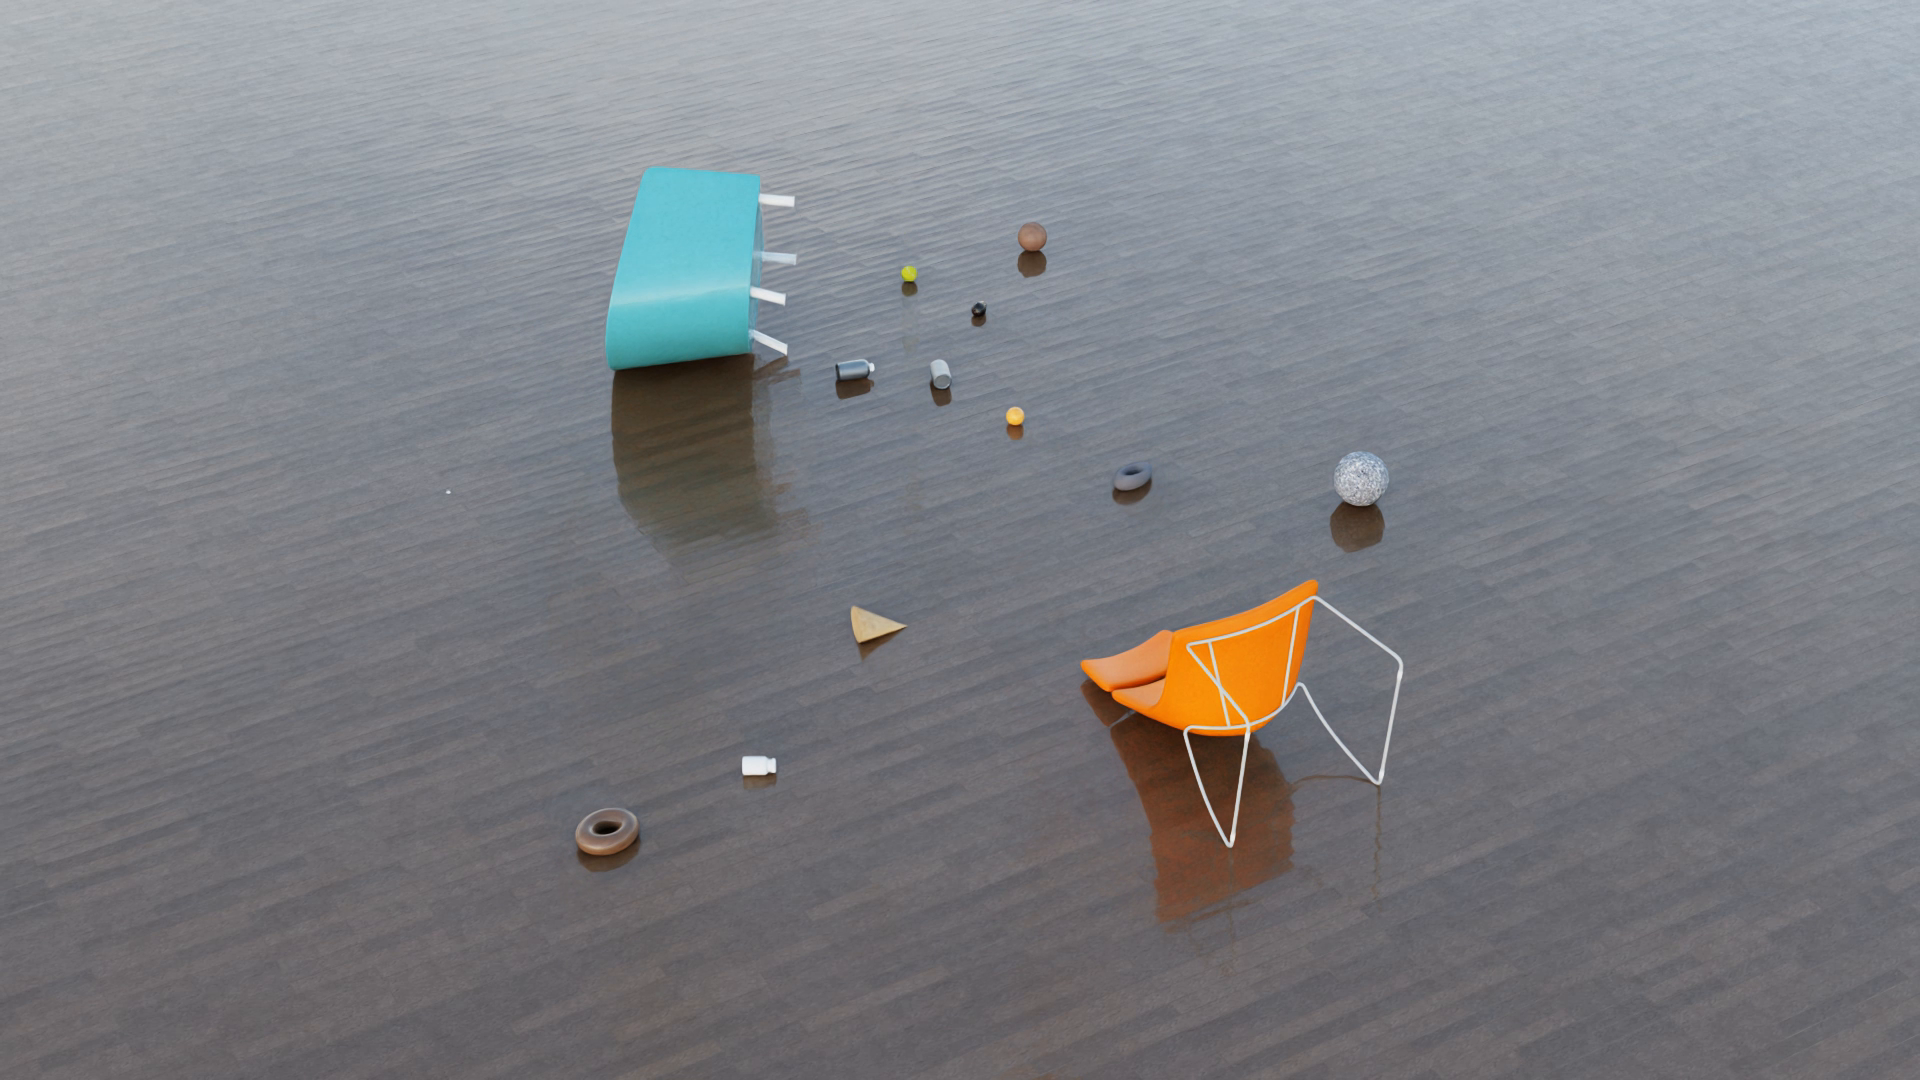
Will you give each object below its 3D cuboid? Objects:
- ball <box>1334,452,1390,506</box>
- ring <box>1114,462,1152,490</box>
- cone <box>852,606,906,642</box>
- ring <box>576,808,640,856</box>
[{"bbox_3d":[1.520,-0.232,11.106,0.210,0.210,0.210,0,33,0],"label":"ball"},{"bbox_3d":[0.664,-0.246,11.261,0.191,0.063,0.103,-26,44,-35],"label":"ring"},{"bbox_3d":[-0.277,0.303,10.448,0.191,0.082,0.188,3,35,-18],"label":"cone"},{"bbox_3d":[-1.137,0.940,9.458,0.187,0.068,0.223,27,41,33],"label":"ring"}]
